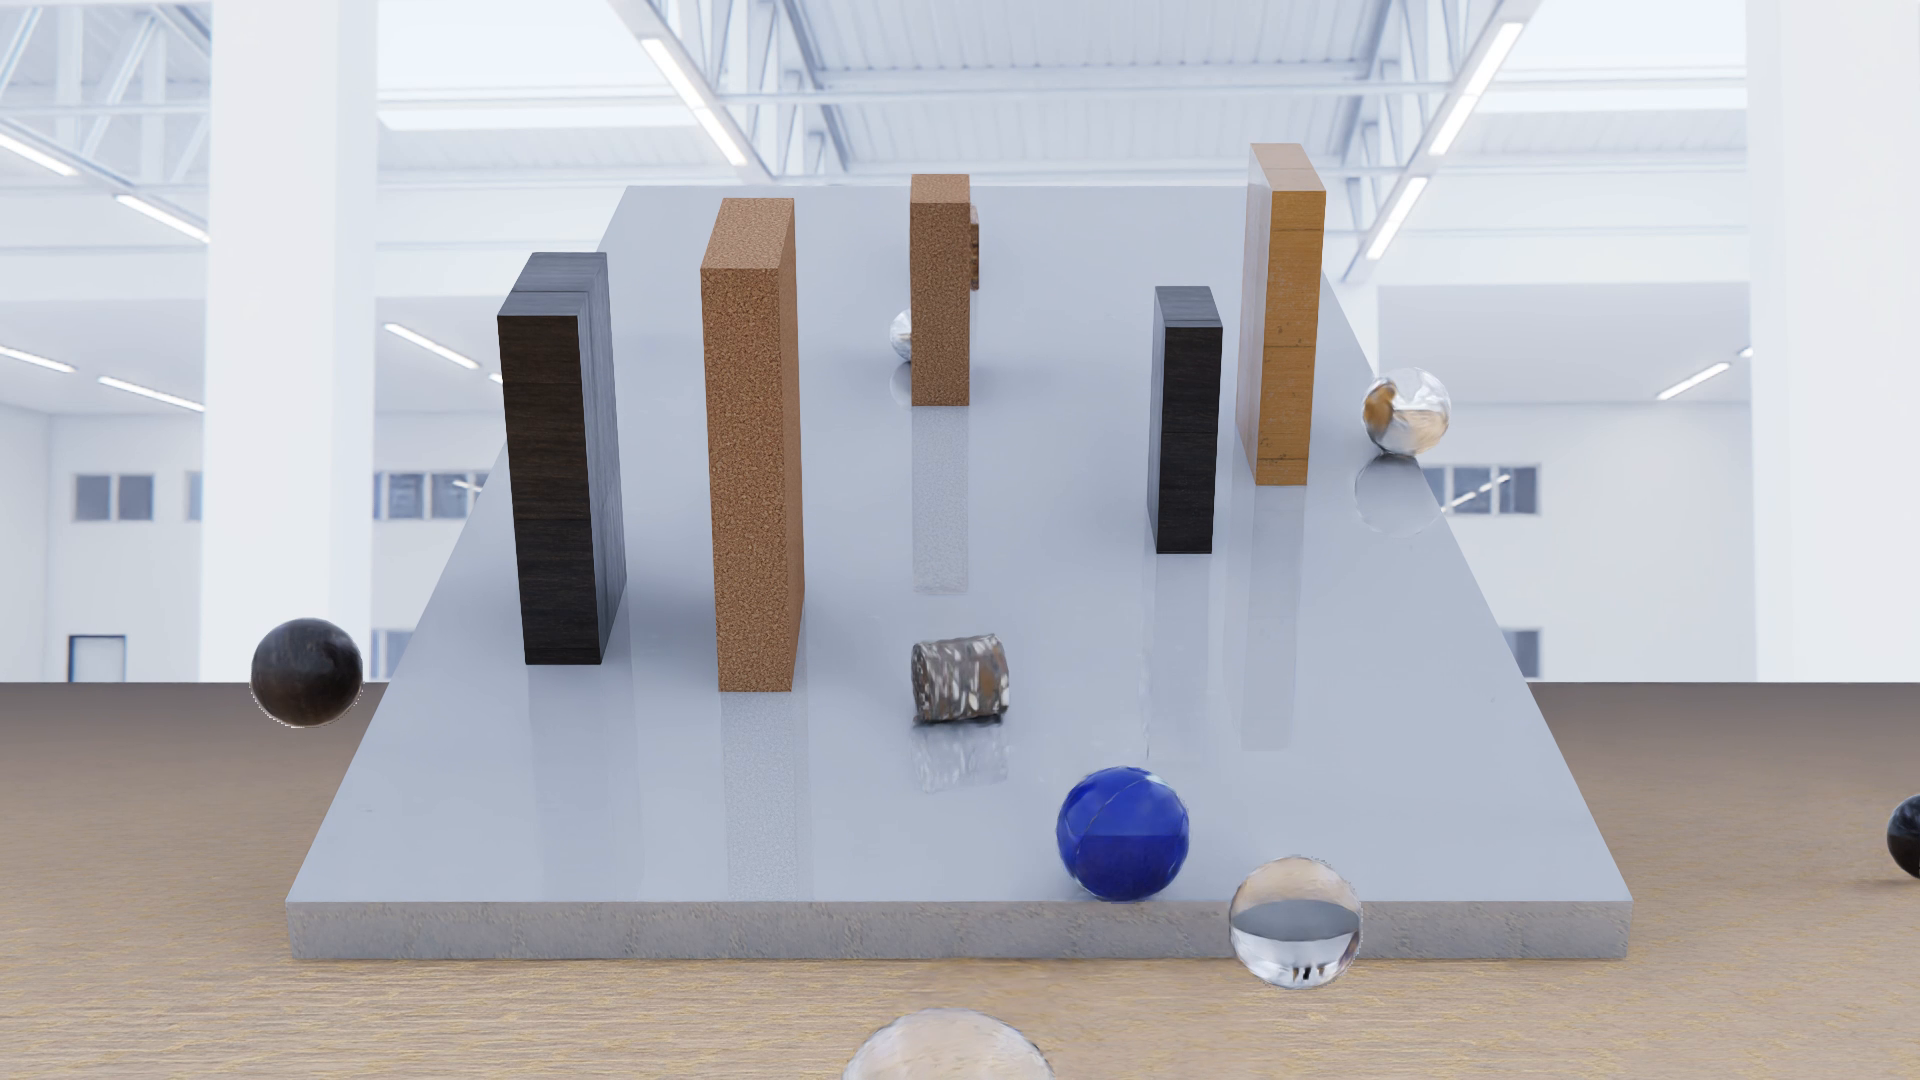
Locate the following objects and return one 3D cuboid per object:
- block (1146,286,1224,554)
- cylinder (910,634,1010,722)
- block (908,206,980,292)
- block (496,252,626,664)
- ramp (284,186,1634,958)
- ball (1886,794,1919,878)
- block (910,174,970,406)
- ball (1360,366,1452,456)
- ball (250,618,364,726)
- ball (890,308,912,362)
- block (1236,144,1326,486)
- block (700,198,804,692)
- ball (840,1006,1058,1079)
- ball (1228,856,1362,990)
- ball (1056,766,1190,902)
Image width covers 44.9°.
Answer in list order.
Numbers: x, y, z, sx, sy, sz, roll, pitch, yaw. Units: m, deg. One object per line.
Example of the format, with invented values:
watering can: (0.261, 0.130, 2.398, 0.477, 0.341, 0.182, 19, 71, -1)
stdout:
block: (0.443, -0.240, 4.618, 0.109, 0.471, 0.255, 0, 24, 0)
cylinder: (0.000, 0.235, 3.954, 0.137, 0.137, 0.137, -6, -2, -14)
block: (-0.044, -0.777, 6.187, 0.182, 0.182, 0.182, -1, 24, -2)
block: (-0.708, -0.150, 4.183, 0.135, 0.654, 0.364, 0, 24, 0)
ramp: (-0.008, -0.228, 5.295, 2.000, 0.100, 4.000, 0, 24, 0)
ball: (2.005, 0.611, 4.787, 0.184, 0.184, 0.184, 0, -3, 0)
block: (-0.045, -0.579, 5.370, 0.134, 0.481, 0.247, 0, 24, 0)
ball: (0.969, -0.279, 5.053, 0.195, 0.195, 0.195, 0, -3, 0)
ball: (-1.198, 0.242, 4.266, 0.200, 0.200, 0.200, 0, -3, 0)
ball: (-0.105, -0.495, 5.613, 0.131, 0.131, 0.131, 0, -3, 0)
block: (0.680, -0.486, 4.969, 0.109, 0.639, 0.386, 0, 24, 0)
block: (-0.358, -0.172, 4.093, 0.126, 0.768, 0.423, 0, 24, 0)
ball: (-0.009, 0.436, 1.721, 0.177, 0.177, 0.177, 0, -3, 0)
ball: (0.453, 0.518, 3.146, 0.178, 0.178, 0.178, 0, -3, 0)
ball: (0.241, 0.433, 3.432, 0.199, 0.199, 0.199, 0, -3, 0)
